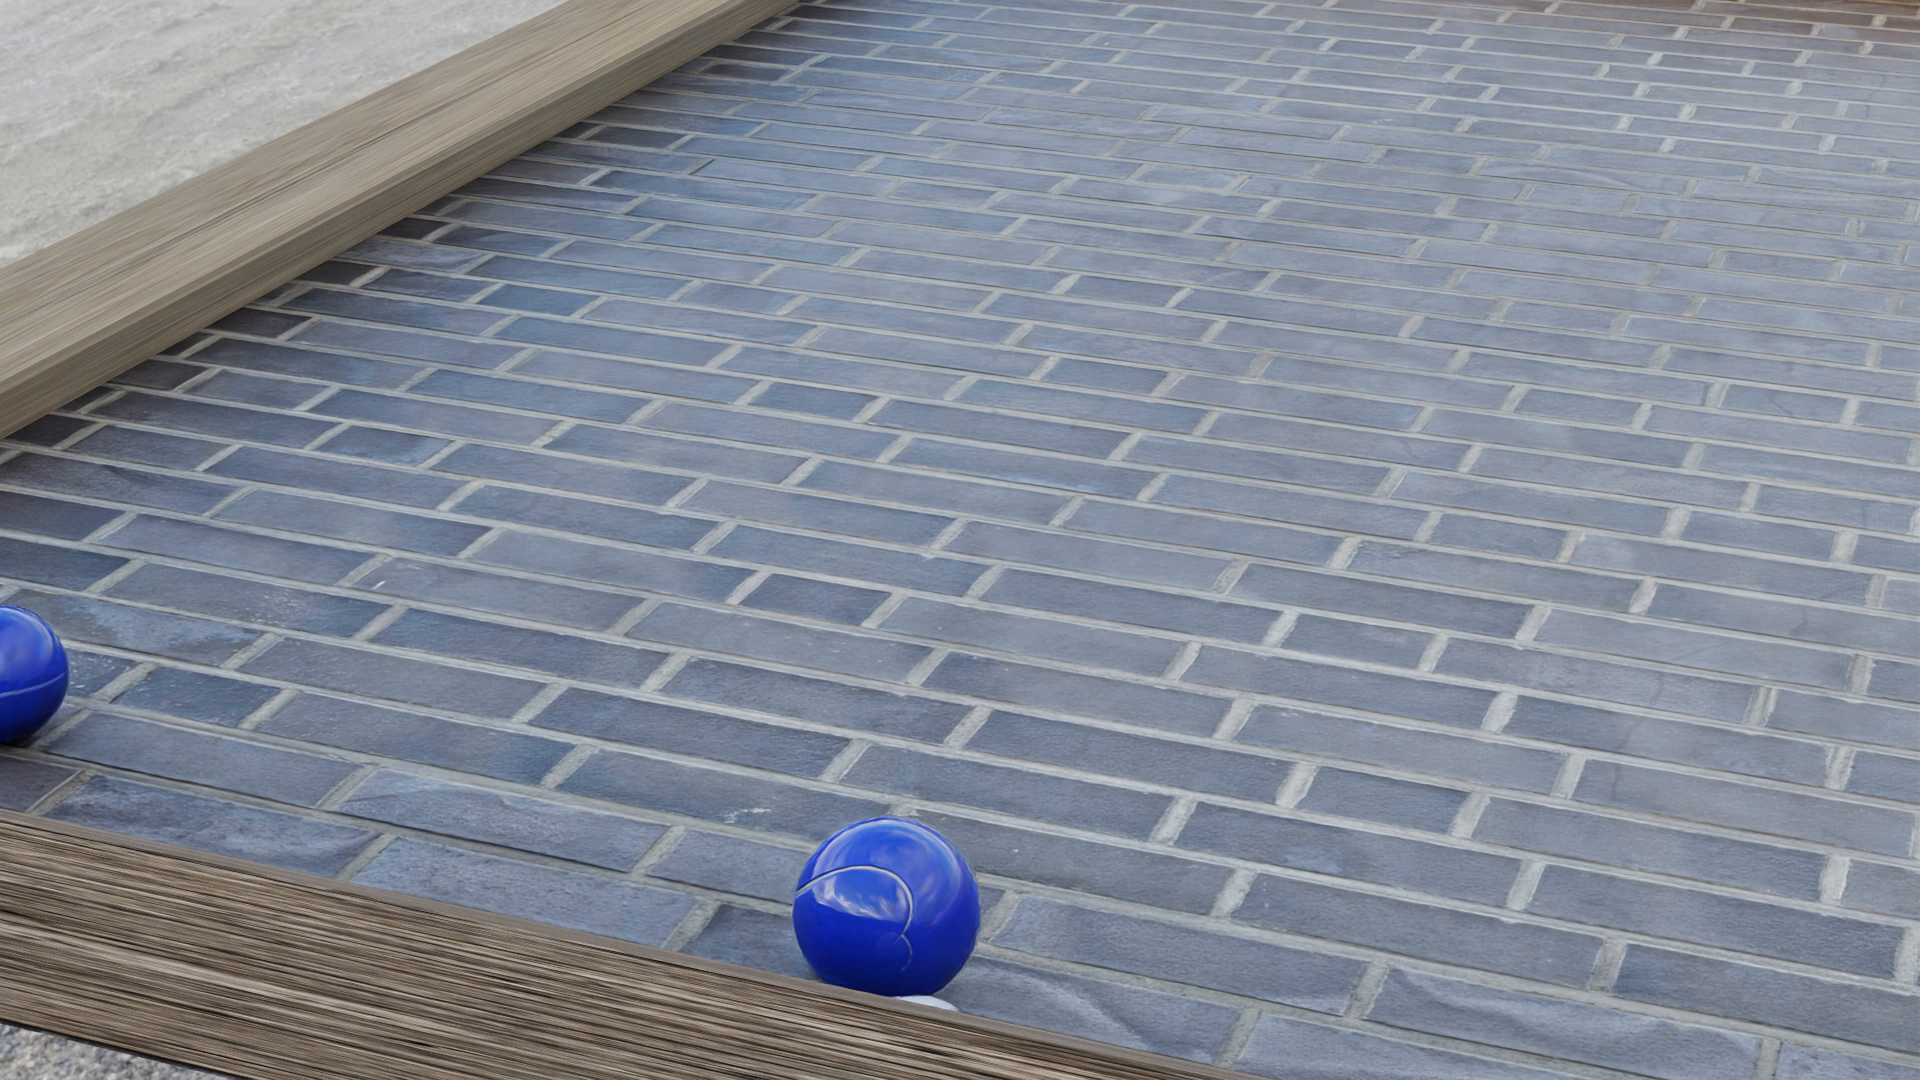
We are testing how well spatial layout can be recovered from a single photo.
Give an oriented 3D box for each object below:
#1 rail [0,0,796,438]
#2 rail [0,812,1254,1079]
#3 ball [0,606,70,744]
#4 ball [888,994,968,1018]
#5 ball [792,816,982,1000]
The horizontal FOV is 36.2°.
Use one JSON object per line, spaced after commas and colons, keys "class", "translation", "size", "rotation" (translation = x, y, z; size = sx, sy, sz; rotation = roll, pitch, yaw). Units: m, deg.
{"class": "rail", "translation": [-0.463, -0.380, 2.736], "size": [0.045, 0.125, 2.621], "rotation": [9, 25, 19]}
{"class": "rail", "translation": [-0.227, 0.217, 1.394], "size": [1.543, 0.125, 0.045], "rotation": [9, 25, 19]}
{"class": "ball", "translation": [-0.575, 0.080, 1.755], "size": [0.083, 0.083, 0.083], "rotation": [0, 24, 0]}
{"class": "ball", "translation": [-0.022, 0.251, 1.384], "size": [0.072, 0.072, 0.072], "rotation": [0, 24, 0]}
{"class": "ball", "translation": [-0.037, 0.189, 1.495], "size": [0.096, 0.096, 0.096], "rotation": [0, 24, 0]}
